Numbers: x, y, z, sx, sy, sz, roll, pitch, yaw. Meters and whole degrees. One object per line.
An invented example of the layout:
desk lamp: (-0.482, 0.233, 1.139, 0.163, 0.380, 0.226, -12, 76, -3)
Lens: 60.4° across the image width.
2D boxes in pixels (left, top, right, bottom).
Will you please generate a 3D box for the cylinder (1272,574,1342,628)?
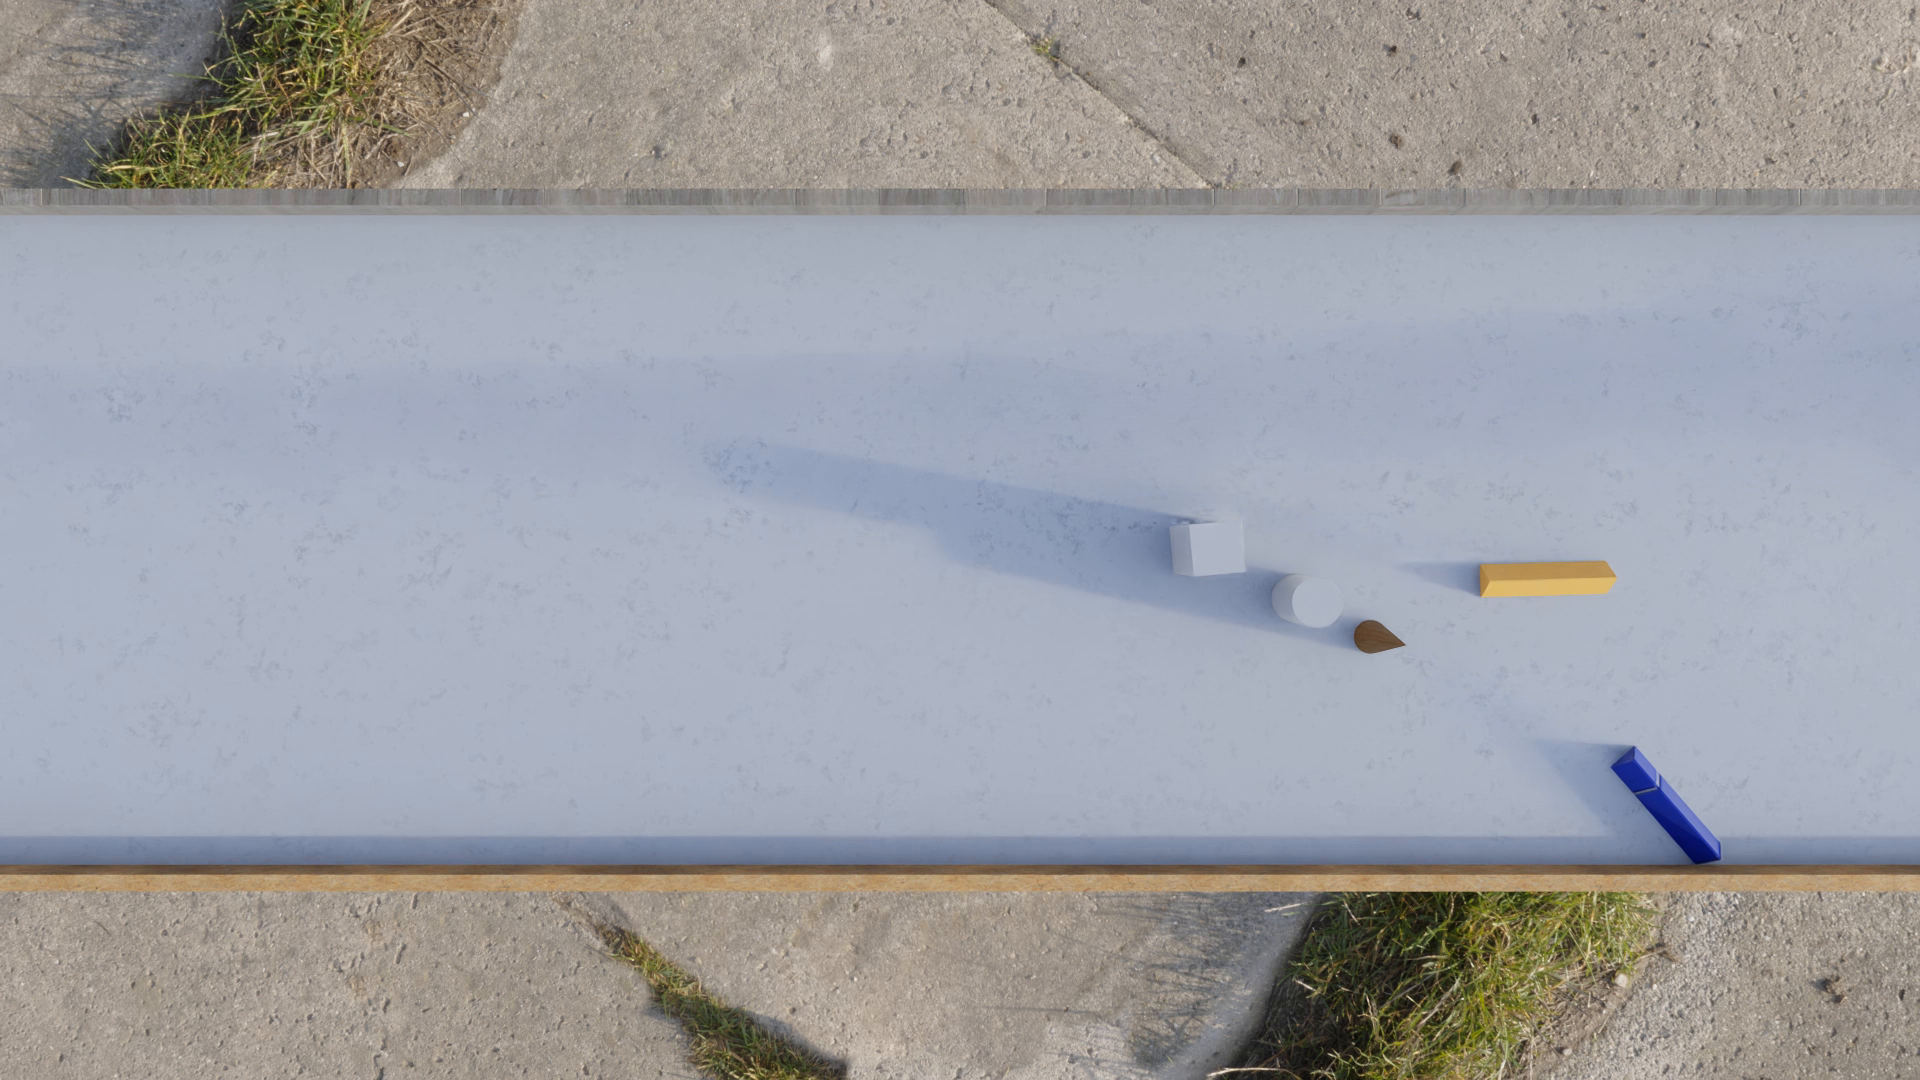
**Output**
cylinder: (1.032, 0.180, 4.918, 0.147, 0.318, 0.147, 0, 90, 0)

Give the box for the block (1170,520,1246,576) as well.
block: (0.723, 0.023, 4.856, 0.146, 0.441, 0.146, -5, 90, 0)

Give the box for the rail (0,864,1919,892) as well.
rail: (-2.247, 1.025, 5.001, 12.000, 0.150, 0.050, 0, 90, 0)

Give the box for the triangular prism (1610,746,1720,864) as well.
triangular prism: (2.170, 0.816, 5.031, 0.099, 0.086, 0.399, -41, 90, 0)

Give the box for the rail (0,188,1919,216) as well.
rail: (-2.247, -1.025, 5.002, 12.000, 0.150, 0.050, 0, 90, 0)

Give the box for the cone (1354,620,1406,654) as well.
cone: (1.265, 0.298, 4.873, 0.104, 0.408, 0.104, 0, 90, 0)

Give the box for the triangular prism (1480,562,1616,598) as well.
triangular prism: (1.794, 0.121, 5.031, 0.386, 0.086, 0.099, -2, 90, 0)
